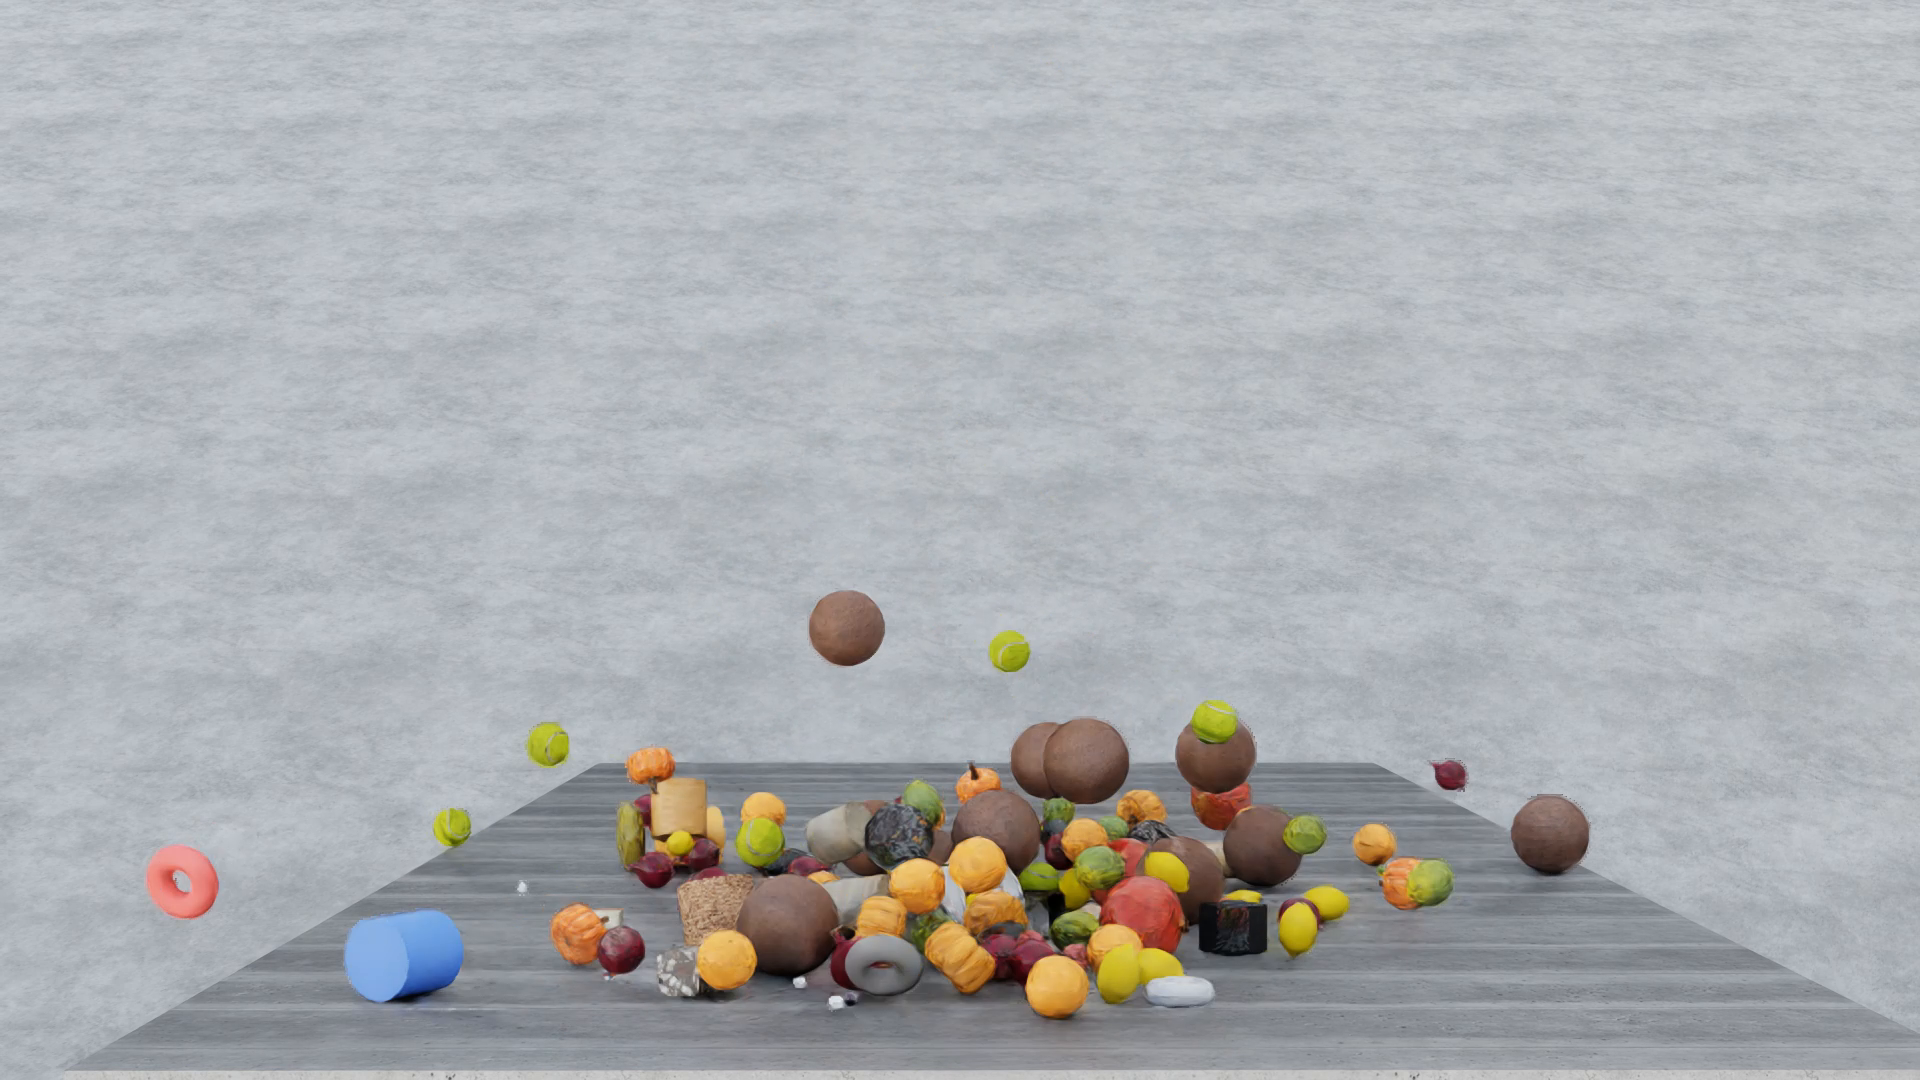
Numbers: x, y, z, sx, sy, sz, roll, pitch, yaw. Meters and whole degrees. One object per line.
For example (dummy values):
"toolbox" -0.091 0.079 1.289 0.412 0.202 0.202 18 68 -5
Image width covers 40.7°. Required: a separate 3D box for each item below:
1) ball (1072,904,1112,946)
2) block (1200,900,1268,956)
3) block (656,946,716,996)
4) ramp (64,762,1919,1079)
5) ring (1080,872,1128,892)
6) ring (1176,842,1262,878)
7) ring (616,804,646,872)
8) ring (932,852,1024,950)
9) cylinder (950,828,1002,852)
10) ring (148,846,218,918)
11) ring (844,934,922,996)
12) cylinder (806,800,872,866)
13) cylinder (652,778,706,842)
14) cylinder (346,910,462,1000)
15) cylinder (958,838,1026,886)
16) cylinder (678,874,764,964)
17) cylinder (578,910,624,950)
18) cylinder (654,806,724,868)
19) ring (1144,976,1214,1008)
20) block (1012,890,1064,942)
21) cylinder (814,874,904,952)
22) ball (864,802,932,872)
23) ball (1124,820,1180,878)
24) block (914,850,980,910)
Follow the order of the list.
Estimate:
"ball" 0.180 0.525 3.534 0.056 0.056 0.056 0 31 0
"block" 0.369 0.523 3.492 0.064 0.064 0.064 0 0 -35
"block" -0.334 0.525 3.159 0.053 0.053 0.053 -4 -2 15
"ramp" 0.069 0.613 4.686 2.000 0.100 4.000 0 0 0
"ring" 0.229 0.547 4.129 0.077 0.026 0.077 1 1 0
"ring" 0.434 0.537 4.343 0.145 0.048 0.145 -1 0 0
"ring" -0.558 0.504 4.385 0.039 0.116 0.116 -3 31 -14
"ring" 0.025 0.492 3.529 0.139 0.046 0.139 13 62 -25
"cylinder" 0.031 0.526 4.415 0.068 0.068 0.068 22 3 32
"ring" -1.151 0.506 3.834 0.114 0.114 0.038 9 17 15
"ring" -0.090 0.503 3.060 0.093 0.093 0.031 2 40 3
"cylinder" -0.171 0.423 3.725 0.074 0.074 0.074 -27 20 28
"cylinder" -0.474 0.456 4.365 0.092 0.092 0.092 -2 75 -3
"cylinder" -0.673 0.503 3.140 0.099 0.099 0.099 19 8 29
"cylinder" 0.043 0.512 4.006 0.091 0.091 0.091 16 7 25
"cylinder" -0.311 0.493 3.360 0.098 0.098 0.098 -7 75 -12
"cylinder" -0.487 0.528 3.511 0.054 0.054 0.054 -1 31 0
"cylinder" -0.466 0.511 4.458 0.099 0.099 0.099 0 30 -19
"ring" 0.261 0.539 3.086 0.085 0.028 0.085 -1 -2 0
"block" 0.101 0.525 3.615 0.063 0.063 0.063 0 -1 44
"cylinder" -0.135 0.501 3.478 0.093 0.093 0.093 -11 27 19
"ball" -0.087 0.420 3.652 0.097 0.097 0.097 0 31 0
"ball" 0.318 0.514 4.305 0.094 0.094 0.094 0 31 0
"block" -0.015 0.518 3.928 0.081 0.081 0.081 0 0 27
